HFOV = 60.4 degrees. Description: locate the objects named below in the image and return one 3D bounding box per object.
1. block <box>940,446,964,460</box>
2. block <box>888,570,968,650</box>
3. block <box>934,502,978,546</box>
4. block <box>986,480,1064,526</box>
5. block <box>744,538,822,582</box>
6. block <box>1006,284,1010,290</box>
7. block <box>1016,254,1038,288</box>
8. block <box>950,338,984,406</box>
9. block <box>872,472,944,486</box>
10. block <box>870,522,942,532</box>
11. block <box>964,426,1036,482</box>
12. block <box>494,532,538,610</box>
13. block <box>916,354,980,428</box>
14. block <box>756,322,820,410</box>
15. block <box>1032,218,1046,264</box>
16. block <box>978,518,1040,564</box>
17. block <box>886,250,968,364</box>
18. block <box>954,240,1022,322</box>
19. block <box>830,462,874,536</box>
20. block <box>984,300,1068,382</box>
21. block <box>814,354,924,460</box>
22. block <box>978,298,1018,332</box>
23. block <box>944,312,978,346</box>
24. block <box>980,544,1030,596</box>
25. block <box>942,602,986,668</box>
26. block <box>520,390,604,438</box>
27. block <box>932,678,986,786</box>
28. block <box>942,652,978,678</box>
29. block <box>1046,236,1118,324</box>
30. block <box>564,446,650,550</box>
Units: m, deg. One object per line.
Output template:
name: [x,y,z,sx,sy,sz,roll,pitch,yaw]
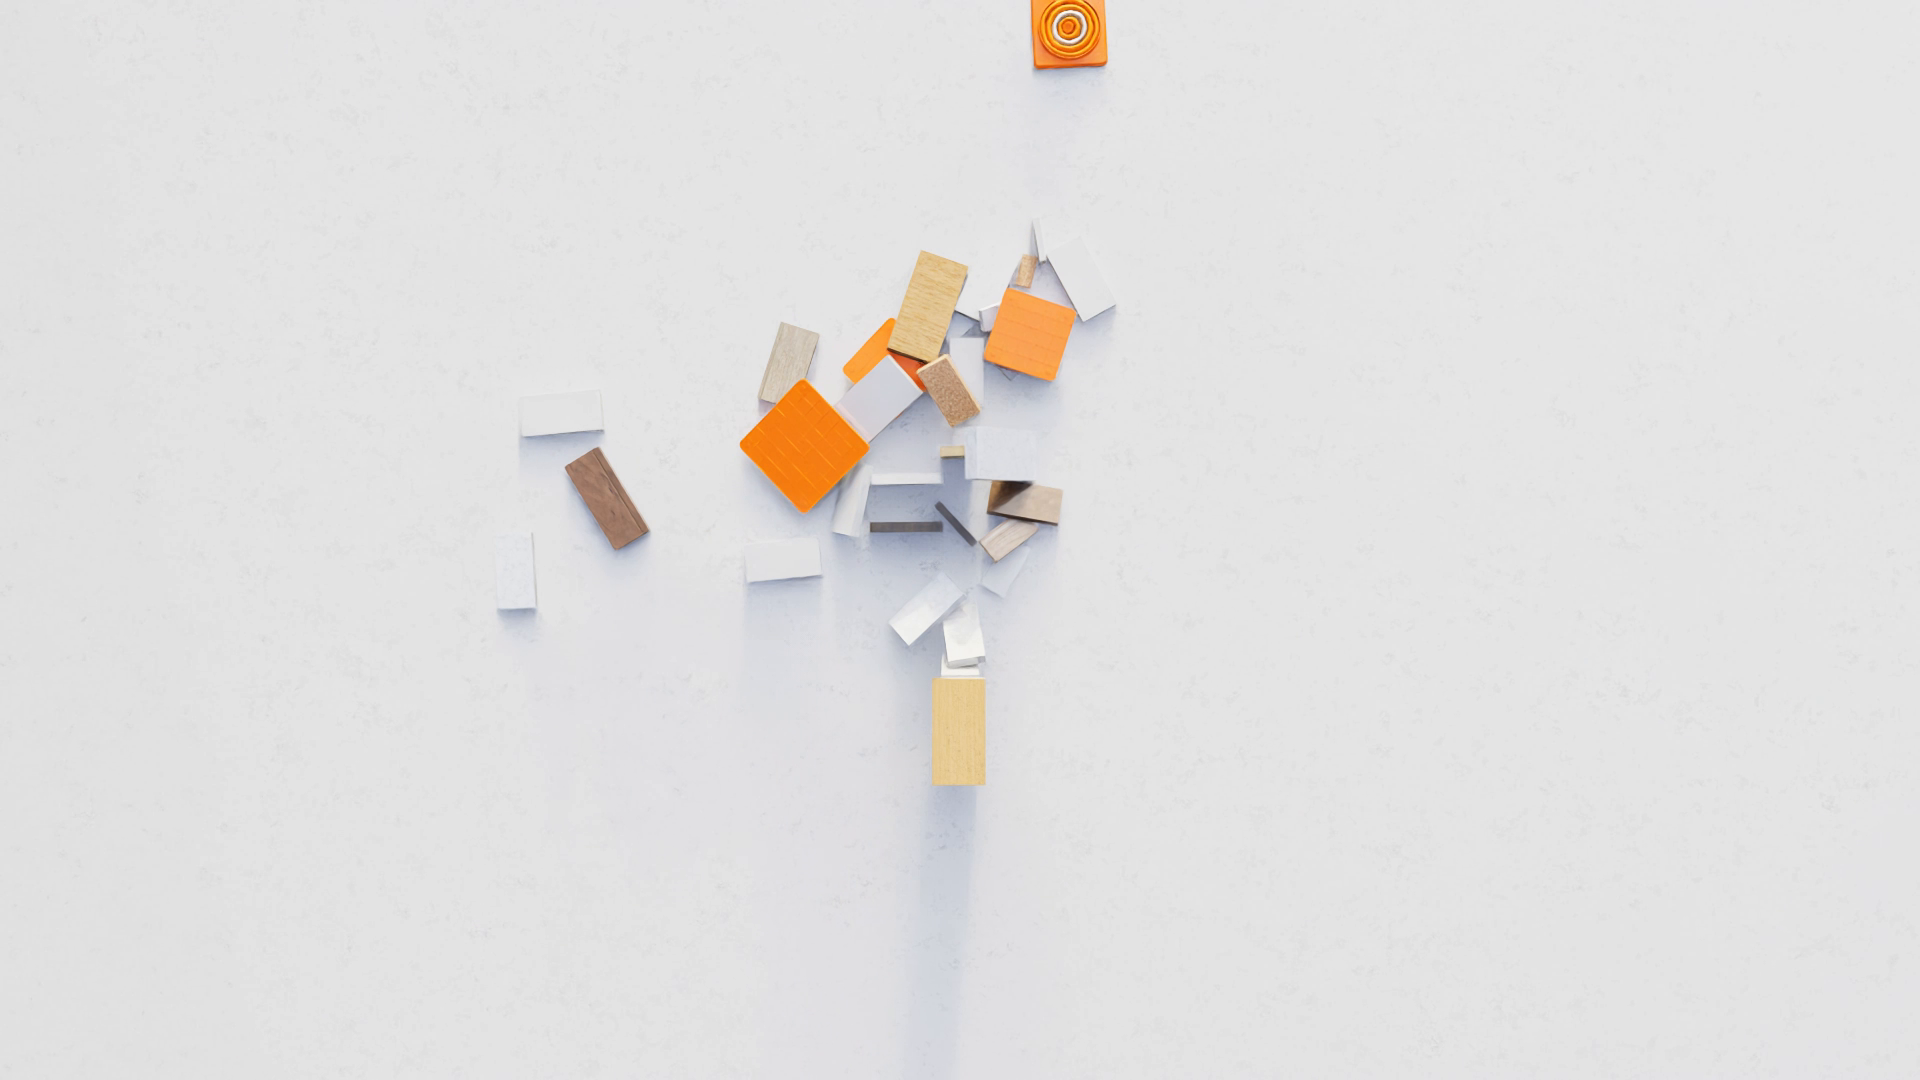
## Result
block: [-0.007,-0.286,5.388,0.112,0.223,0.032,-3,90,1]
block: [-0.107,0.230,5.452,0.248,0.035,0.124,-44,57,0]
block: [-0.014,-0.053,5.454,0.026,0.092,0.184,-43,90,0]
block: [0.215,-0.127,5.464,0.239,0.034,0.120,10,71,0]
block: [-0.587,0.066,5.482,0.248,0.035,0.124,-6,90,0]
block: [0.107,-0.855,5.492,0.104,0.015,0.052,34,89,0]
block: [0.222,-0.896,5.493,0.052,0.015,0.104,14,90,0]
block: [0.022,-0.558,5.473,0.112,0.032,0.223,0,97,1]
block: [-0.170,-0.200,5.441,0.238,0.119,0.034,-1,90,0]
block: [-0.176,-0.042,5.441,0.238,0.119,0.034,-1,90,0]
block: [0.134,-0.277,5.352,0.047,0.334,0.167,-1,90,37]
block: [-1.476,0.103,5.482,0.124,0.035,0.248,-4,90,0]
block: [-0.036,-0.490,5.427,0.112,0.032,0.223,-27,115,14]
block: [-0.570,-0.578,5.481,0.132,0.037,0.265,18,90,0]
block: [0.262,-0.990,5.464,0.020,0.072,0.144,-10,90,0]
block: [0.162,-0.014,5.461,0.184,0.026,0.092,-37,83,-13]
block: [-0.107,-0.765,5.446,0.167,0.047,0.350,19,81,-3]
block: [0.092,-0.851,5.465,0.128,0.036,0.257,25,88,-1]
block: [-0.356,-0.135,5.443,0.034,0.119,0.238,12,90,-38]
block: [0.219,-0.661,5.482,0.256,0.036,0.128,-43,90,0]
block: [-0.300,-0.435,5.435,0.334,0.047,0.167,-42,90,14]
block: [0.127,-0.745,5.441,0.144,0.020,0.072,-25,118,-30]
block: [-0.004,-0.717,5.490,0.144,0.020,0.072,-40,90,0]
block: [0.151,0.088,5.487,0.092,0.026,0.184,29,90,0]
block: [0.011,0.311,5.402,0.120,0.239,0.034,-9,134,0]
block: [-1.322,-0.421,5.481,0.265,0.037,0.132,-5,90,0]
block: [-0.003,0.560,4.828,0.155,0.044,0.310,0,90,0]
block: [0.000,0.419,5.380,0.120,0.239,0.034,0,103,0]
block: [0.403,-0.866,5.482,0.128,0.036,0.257,-29,90,0]
block: [-1.171,-0.137,5.481,0.132,0.037,0.326,-31,90,0]
